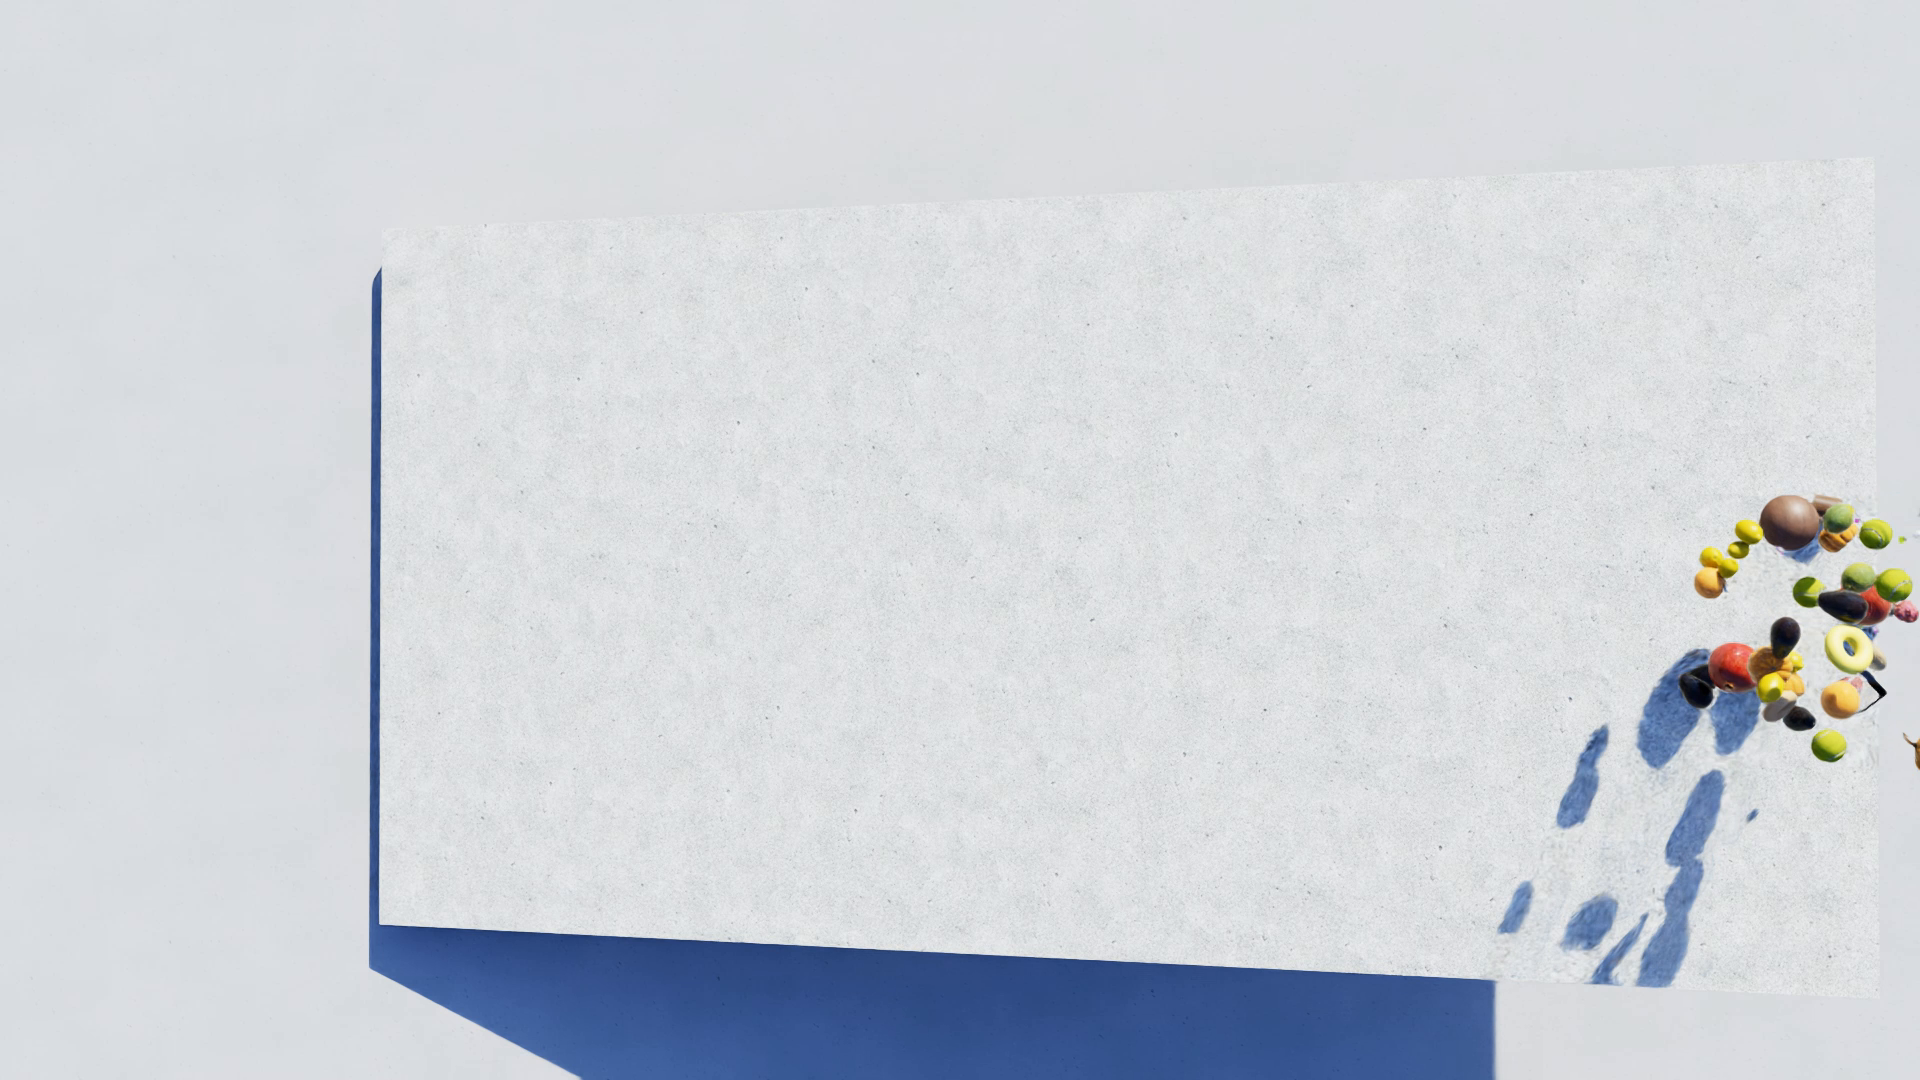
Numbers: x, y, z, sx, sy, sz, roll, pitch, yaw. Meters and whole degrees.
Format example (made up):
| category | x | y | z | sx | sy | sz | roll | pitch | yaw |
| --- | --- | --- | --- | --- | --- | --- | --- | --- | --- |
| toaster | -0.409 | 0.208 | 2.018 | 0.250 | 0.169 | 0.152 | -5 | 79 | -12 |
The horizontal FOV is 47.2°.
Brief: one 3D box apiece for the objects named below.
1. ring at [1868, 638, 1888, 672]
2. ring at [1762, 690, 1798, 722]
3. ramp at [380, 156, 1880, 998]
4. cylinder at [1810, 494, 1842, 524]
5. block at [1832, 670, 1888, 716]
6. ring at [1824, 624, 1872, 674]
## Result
| category | x | y | z | sx | sy | sz | roll | pitch | yaw |
| --- | --- | --- | --- | --- | --- | --- | --- | --- | --- |
| ring | 2.003 | 0.248 | 4.848 | 0.033 | 0.099 | 0.099 | -40 | 89 | 3 |
| ring | 1.850 | 0.376 | 4.961 | 0.089 | 0.089 | 0.030 | -39 | 57 | -1 |
| ramp | 0.269 | 0.096 | 5.822 | 4.000 | 0.100 | 2.000 | 0 | 89 | 16 |
| cylinder | 2.057 | -0.074 | 5.225 | 0.062 | 0.062 | 0.062 | 14 | 89 | 20 |
| block | 1.883 | 0.320 | 4.601 | 0.064 | 0.064 | 0.064 | -36 | 78 | -8 |
| ring | 1.671 | 0.205 | 4.137 | 0.098 | 0.033 | 0.098 | 6 | 66 | -15 |
